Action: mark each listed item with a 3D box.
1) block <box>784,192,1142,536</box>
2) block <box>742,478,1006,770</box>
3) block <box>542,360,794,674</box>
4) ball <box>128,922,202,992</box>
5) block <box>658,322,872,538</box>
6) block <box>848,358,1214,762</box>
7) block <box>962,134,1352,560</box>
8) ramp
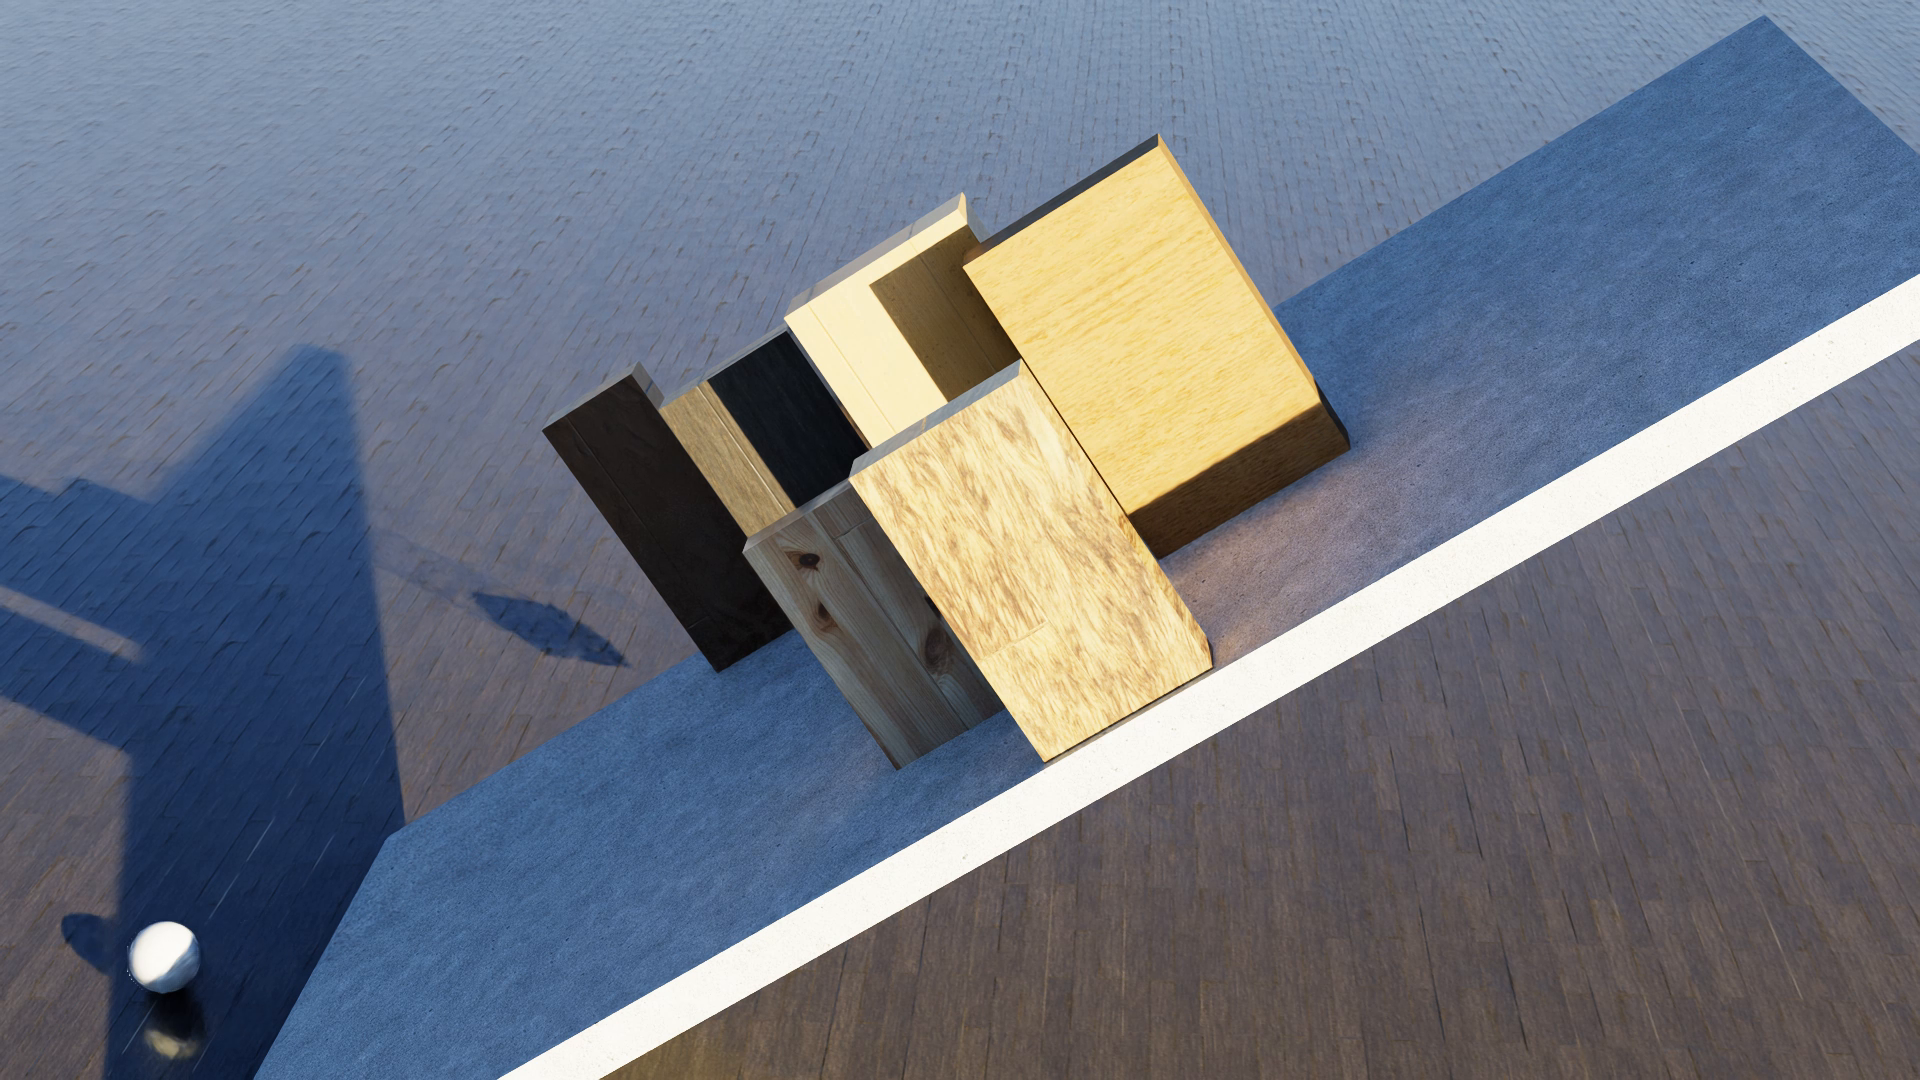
[{"bbox_3d":[0.038,-0.271,6.147,0.426,0.791,0.147,-31,15,14],"label":"block"},{"bbox_3d":[-0.091,0.120,5.702,0.424,0.538,0.082,-31,15,14],"label":"block"},{"bbox_3d":[-0.679,-0.051,7.095,0.263,0.735,0.109,-31,15,14],"label":"block"},{"bbox_3d":[-1.913,1.003,7.075,0.170,0.170,0.170,0,20,0],"label":"ball"},{"bbox_3d":[-0.314,-0.095,6.486,0.339,0.720,0.096,-31,15,14],"label":"block"},{"bbox_3d":[0.132,0.043,5.264,0.356,0.644,0.106,-31,15,14],"label":"block"},{"bbox_3d":[0.394,-0.377,5.852,0.449,0.724,0.116,-31,15,14],"label":"block"},{"bbox_3d":[0.140,0.170,6.295,4.000,0.100,2.000,-31,15,14],"label":"ramp"}]
